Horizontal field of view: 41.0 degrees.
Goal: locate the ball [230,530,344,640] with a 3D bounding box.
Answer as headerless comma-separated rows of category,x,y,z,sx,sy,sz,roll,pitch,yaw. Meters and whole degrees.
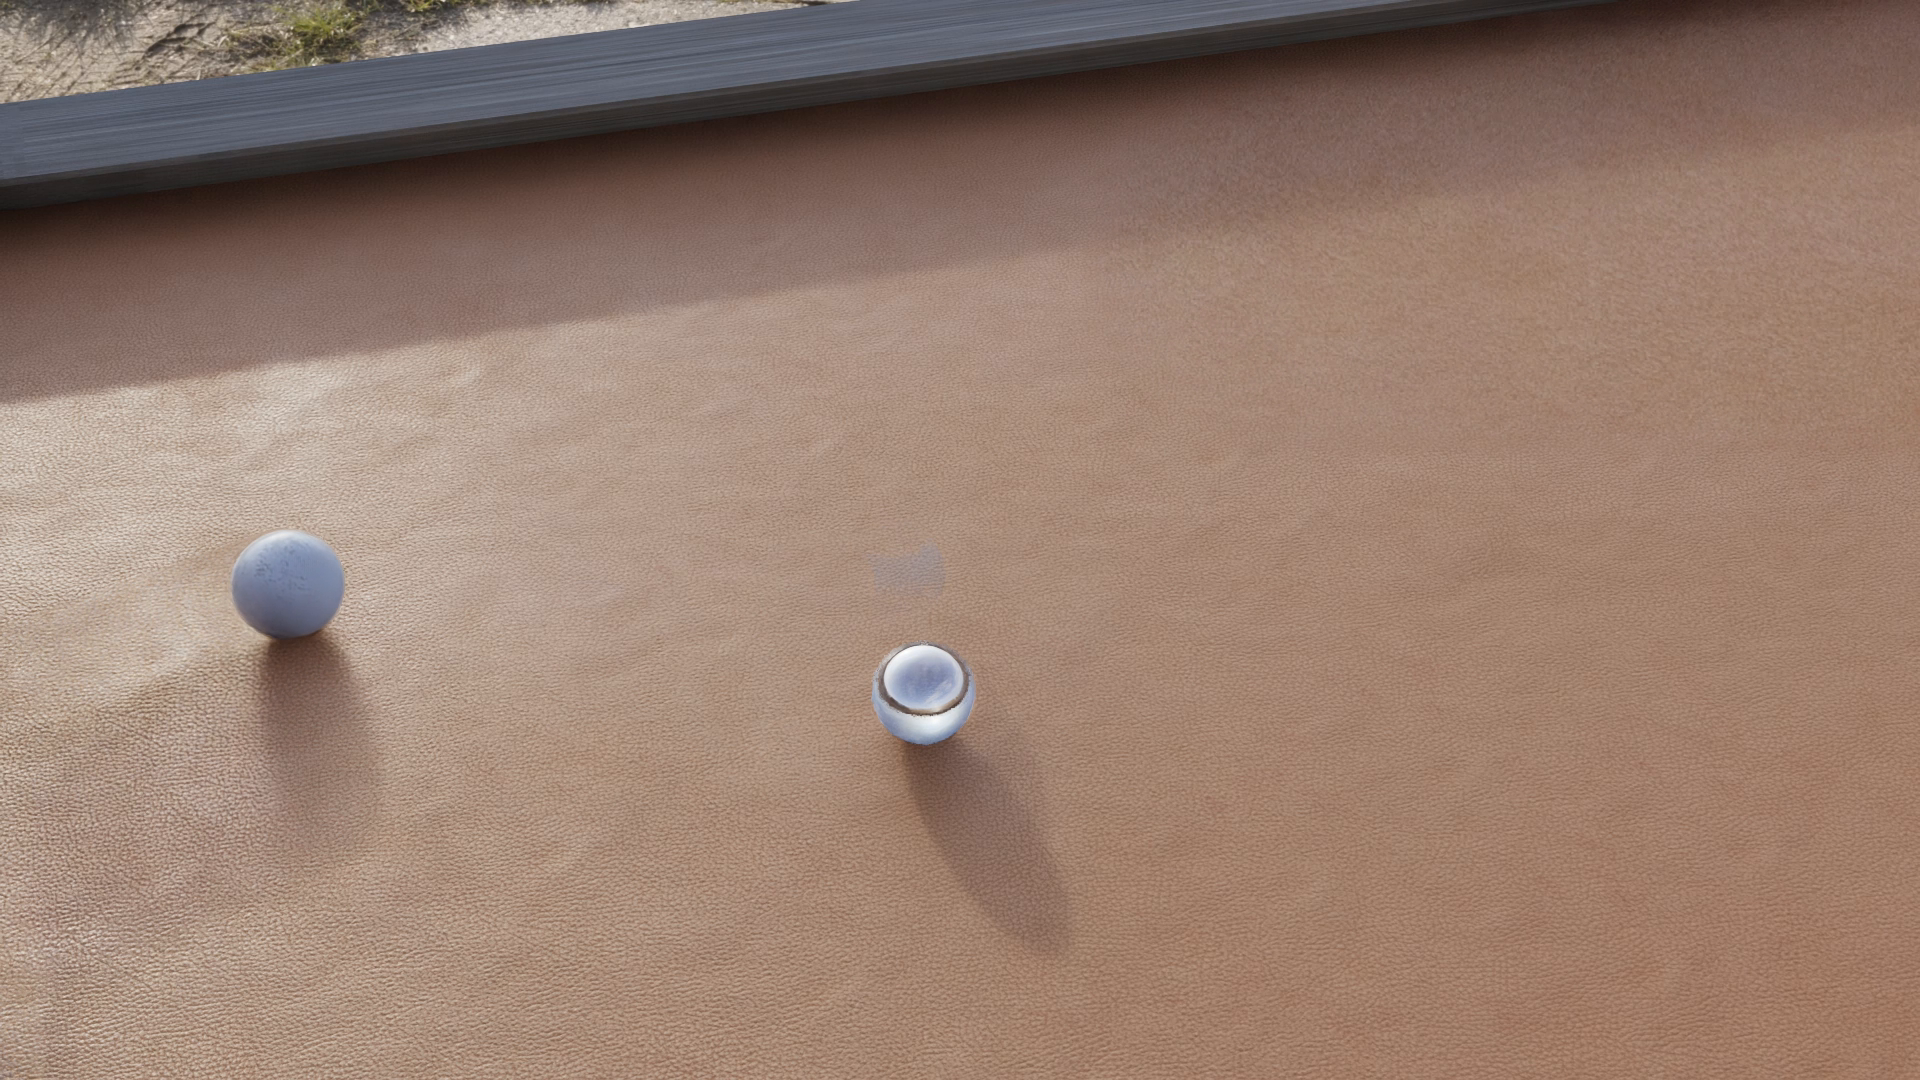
ball,-0.407,0.027,1.552,0.066,0.066,0.066,0,36,0

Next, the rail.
rail,0.450,-0.487,2.249,2.650,0.088,0.045,-10,37,-13

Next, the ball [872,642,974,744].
ball,-0.021,0.088,1.474,0.059,0.059,0.059,0,36,0
